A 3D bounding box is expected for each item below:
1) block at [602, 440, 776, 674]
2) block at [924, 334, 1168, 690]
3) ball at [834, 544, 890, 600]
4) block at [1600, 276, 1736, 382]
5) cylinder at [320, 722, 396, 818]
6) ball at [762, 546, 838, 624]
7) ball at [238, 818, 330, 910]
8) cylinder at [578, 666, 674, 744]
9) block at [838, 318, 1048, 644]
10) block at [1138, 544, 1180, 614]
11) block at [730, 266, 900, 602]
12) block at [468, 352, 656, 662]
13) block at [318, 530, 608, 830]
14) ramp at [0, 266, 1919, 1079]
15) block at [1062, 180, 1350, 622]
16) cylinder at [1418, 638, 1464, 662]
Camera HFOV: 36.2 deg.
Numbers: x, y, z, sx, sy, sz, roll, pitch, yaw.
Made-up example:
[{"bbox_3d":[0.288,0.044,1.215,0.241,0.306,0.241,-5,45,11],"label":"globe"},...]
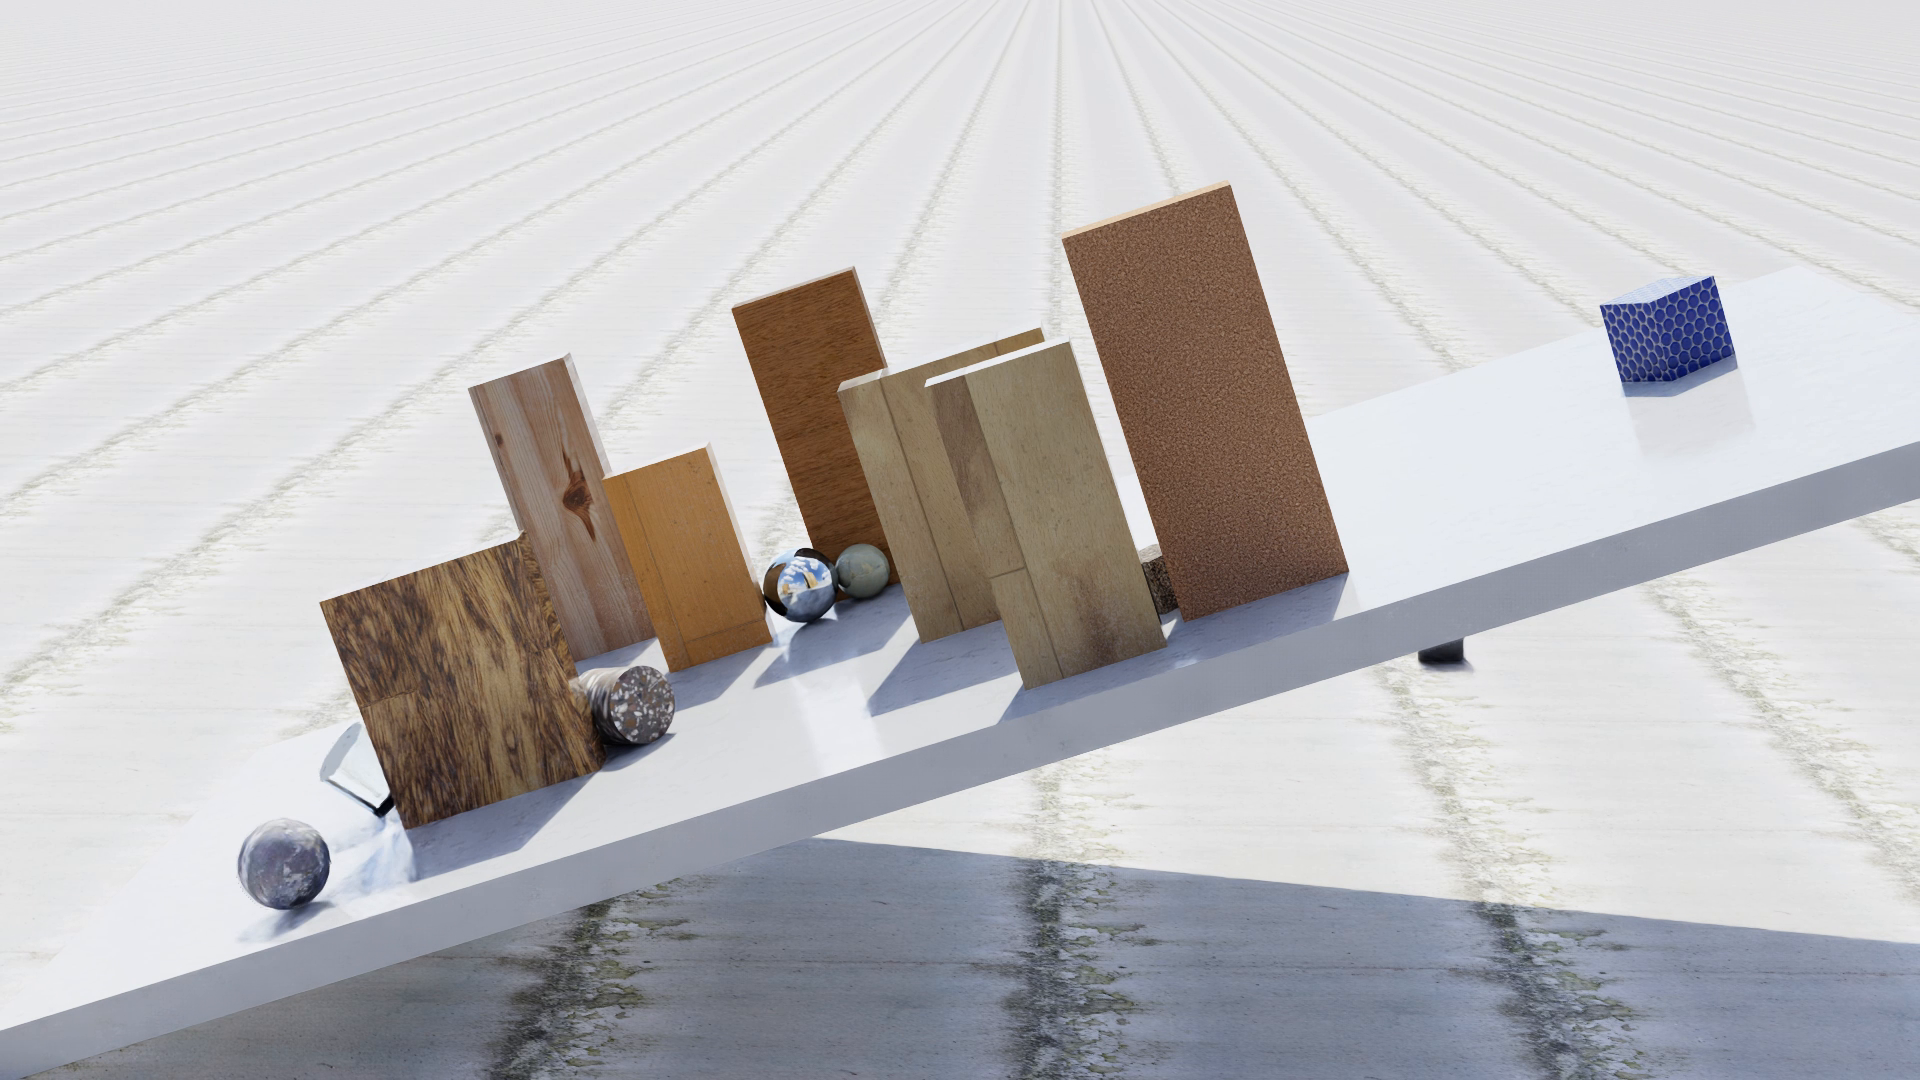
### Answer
[{"bbox_3d":[-0.615,0.039,6.696,0.248,0.471,0.084,-17,11,5],"label":"block"},{"bbox_3d":[0.162,-0.050,5.468,0.277,0.601,0.093,-17,11,5],"label":"block"},{"bbox_3d":[-0.226,0.072,6.806,0.129,0.129,0.129,0,12,0],"label":"ball"},{"bbox_3d":[1.533,-0.457,6.379,0.178,0.178,0.178,-23,11,-22],"label":"block"},{"bbox_3d":[-1.252,0.486,6.226,0.147,0.147,0.147,37,-2,-22],"label":"cylinder"},{"bbox_3d":[-0.366,0.103,6.755,0.176,0.176,0.176,0,12,0],"label":"ball"},{"bbox_3d":[-1.305,0.626,5.680,0.176,0.176,0.176,0,12,0],"label":"ball"},{"bbox_3d":[-0.707,0.346,6.135,0.162,0.162,0.162,-10,3,-41],"label":"cylinder"},{"bbox_3d":[0.045,-0.123,6.155,0.441,0.560,0.135,-17,11,5],"label":"block"},{"bbox_3d":[0.391,0.076,5.784,0.109,0.109,0.109,-26,13,-35],"label":"block"},{"bbox_3d":[-0.272,-0.244,6.853,0.294,0.729,0.088,-17,11,5],"label":"block"},{"bbox_3d":[-0.957,-0.077,7.191,0.246,0.720,0.102,-17,11,5],"label":"block"},{"bbox_3d":[-1.012,0.287,6.014,0.427,0.504,0.100,-17,11,5],"label":"block"},{"bbox_3d":[0.102,0.182,6.309,4.000,0.100,2.000,-17,11,5],"label":"ramp"},{"bbox_3d":[0.465,-0.261,5.573,0.328,0.768,0.109,-17,11,5],"label":"block"},{"bbox_3d":[1.431,0.294,8.759,0.130,0.130,0.130,1,12,7],"label":"cylinder"}]
